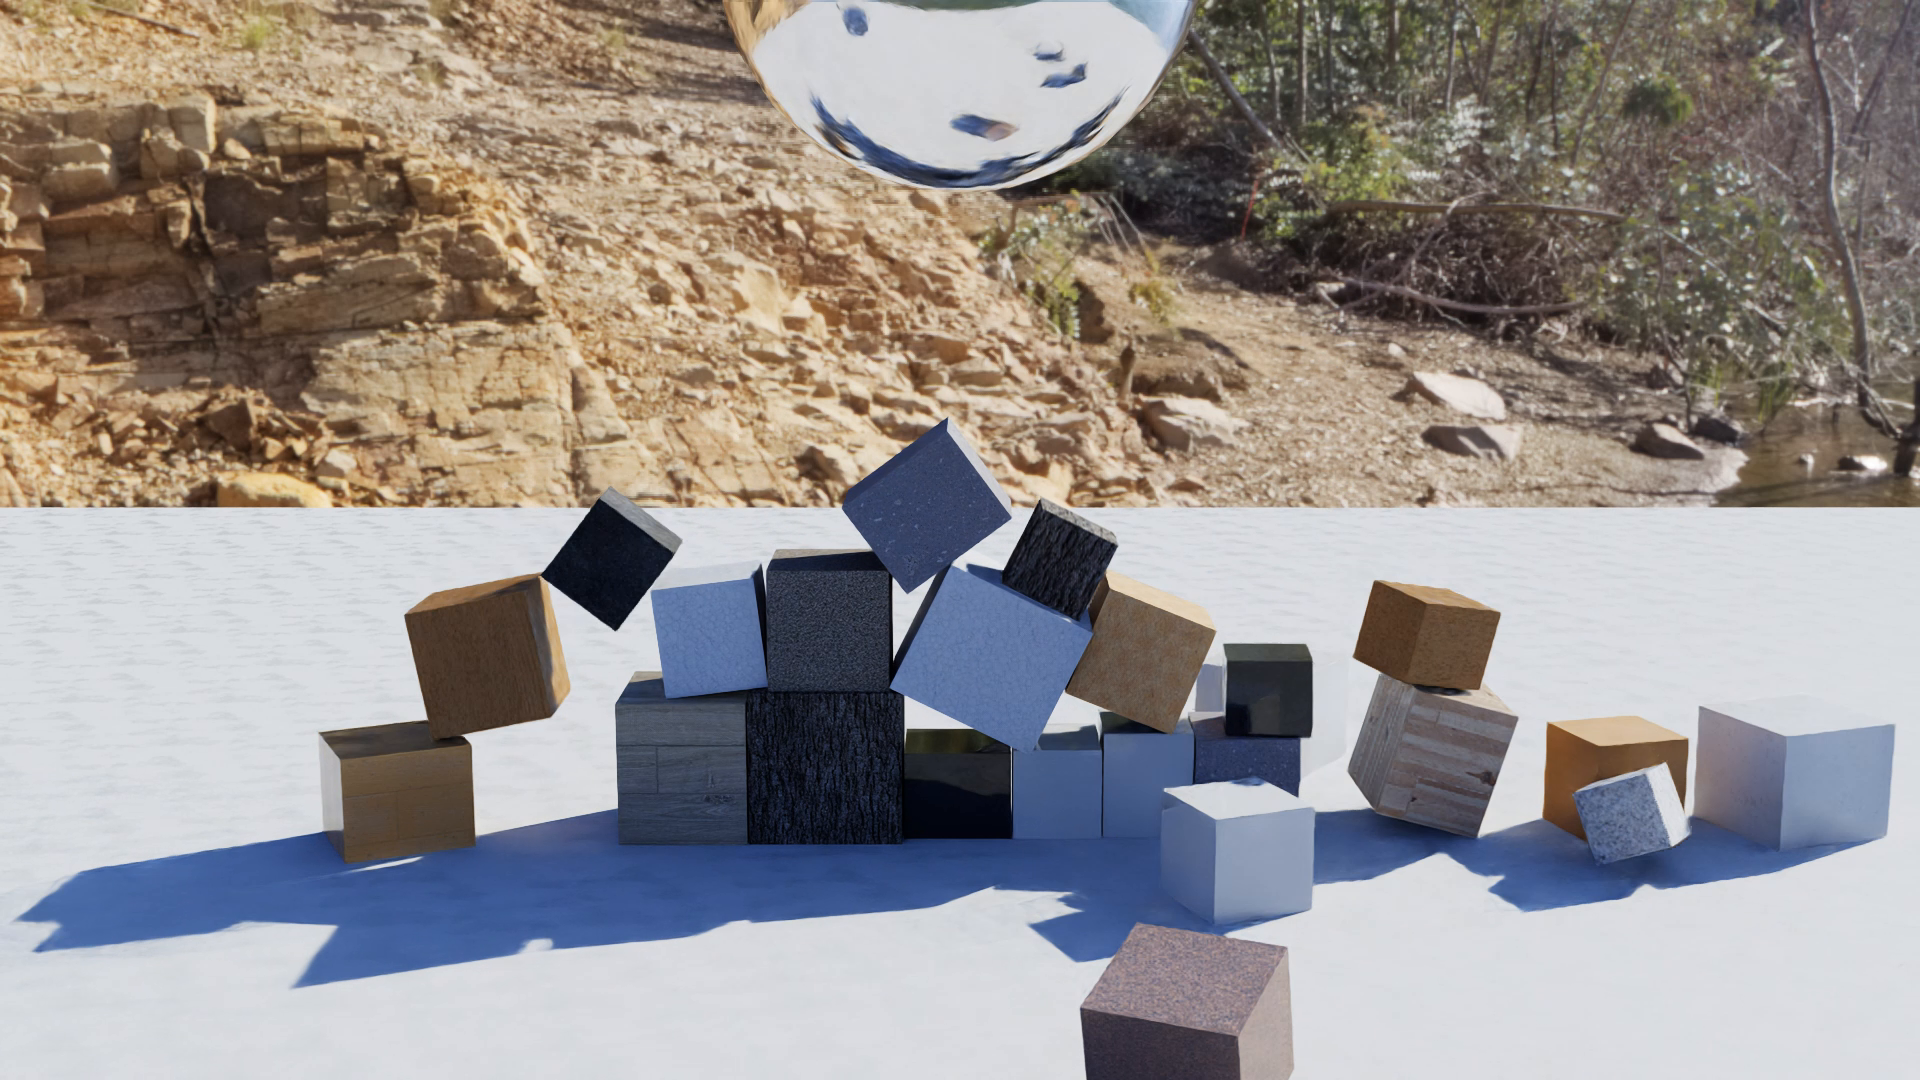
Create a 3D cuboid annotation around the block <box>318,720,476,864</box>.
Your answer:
[{"bbox_3d":[-2.860,1.261,11.159,0.646,0.527,0.578,-5,11,-26],"label":"block"}]

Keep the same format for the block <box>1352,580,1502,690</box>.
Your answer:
[{"bbox_3d":[2.390,0.487,11.262,0.516,0.423,0.412,7,12,-32],"label":"block"}]

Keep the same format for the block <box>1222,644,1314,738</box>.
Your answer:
[{"bbox_3d":[1.581,0.769,11.334,0.435,0.394,0.413,0,10,4],"label":"block"}]

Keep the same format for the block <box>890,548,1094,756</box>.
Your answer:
[{"bbox_3d":[0.157,0.541,11.266,0.785,0.701,0.671,26,9,-4],"label":"block"}]

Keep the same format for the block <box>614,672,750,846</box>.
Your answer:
[{"bbox_3d":[-1.397,1.117,11.375,0.649,0.731,0.703,0,10,0],"label":"block"}]

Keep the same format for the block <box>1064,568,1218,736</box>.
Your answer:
[{"bbox_3d":[0.910,0.564,11.297,0.581,0.582,0.544,22,10,-4],"label":"block"}]

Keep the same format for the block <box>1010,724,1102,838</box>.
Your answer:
[{"bbox_3d":[0.492,1.246,11.417,0.450,0.464,0.519,0,10,0],"label":"block"}]

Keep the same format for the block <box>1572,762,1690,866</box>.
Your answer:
[{"bbox_3d":[3.284,1.338,10.748,0.380,0.363,0.380,-21,-8,30],"label":"block"}]

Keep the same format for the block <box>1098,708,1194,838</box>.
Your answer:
[{"bbox_3d":[0.956,1.204,11.418,0.455,0.545,0.504,0,10,0],"label":"block"}]

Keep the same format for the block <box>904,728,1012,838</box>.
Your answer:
[{"bbox_3d":[-0.011,1.258,11.391,0.540,0.450,0.476,0,10,0],"label":"block"}]

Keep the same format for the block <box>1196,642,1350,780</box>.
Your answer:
[{"bbox_3d":[1.787,0.967,12.603,0.654,0.587,0.633,7,12,33],"label":"block"}]

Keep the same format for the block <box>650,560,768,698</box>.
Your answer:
[{"bbox_3d":[-1.257,0.451,11.262,0.520,0.562,0.494,-7,10,1],"label":"block"}]

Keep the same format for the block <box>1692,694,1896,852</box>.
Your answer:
[{"bbox_3d":[4.296,1.190,11.353,0.687,0.597,0.650,-4,11,-21],"label":"block"}]

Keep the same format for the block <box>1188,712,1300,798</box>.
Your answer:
[{"bbox_3d":[1.466,1.216,11.432,0.527,0.517,0.550,0,10,2],"label":"block"}]

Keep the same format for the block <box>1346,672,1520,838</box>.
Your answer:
[{"bbox_3d":[2.440,1.063,11.407,0.545,0.671,0.646,15,12,-7],"label":"block"}]

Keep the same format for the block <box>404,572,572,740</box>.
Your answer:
[{"bbox_3d":[-2.411,0.583,11.287,0.608,0.651,0.677,-11,8,0],"label":"block"}]

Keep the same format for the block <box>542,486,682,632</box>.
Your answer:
[{"bbox_3d":[-1.766,0.090,11.203,0.467,0.495,0.466,37,6,-7],"label":"block"}]

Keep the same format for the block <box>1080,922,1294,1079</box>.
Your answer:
[{"bbox_3d":[0.826,1.793,7.907,0.581,0.526,0.568,5,25,25],"label":"block"}]

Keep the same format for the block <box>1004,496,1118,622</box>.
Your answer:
[{"bbox_3d":[0.507,0.093,11.160,0.425,0.433,0.379,26,9,-3],"label":"block"}]

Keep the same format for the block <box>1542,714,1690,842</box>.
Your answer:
[{"bbox_3d":[3.375,1.232,11.338,0.519,0.519,0.484,-3,11,-16],"label":"block"}]

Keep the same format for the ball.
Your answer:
[{"bbox_3d":[0.000,-1.934,7.129,1.600,1.600,1.600,0,10,0],"label":"ball"}]

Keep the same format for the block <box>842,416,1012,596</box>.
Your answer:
[{"bbox_3d":[-0.161,-0.183,11.145,0.651,0.541,0.590,-36,8,6],"label":"block"}]

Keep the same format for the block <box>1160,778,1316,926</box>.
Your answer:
[{"bbox_3d":[1.288,1.441,10.252,0.517,0.497,0.514,-4,11,-23],"label":"block"}]

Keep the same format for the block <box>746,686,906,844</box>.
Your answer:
[{"bbox_3d":[-0.678,1.090,11.382,0.771,0.782,0.703,0,10,0],"label":"block"}]

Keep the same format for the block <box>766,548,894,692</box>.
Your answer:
[{"bbox_3d":[-0.657,0.402,11.260,0.610,0.615,0.598,0,10,0],"label":"block"}]
